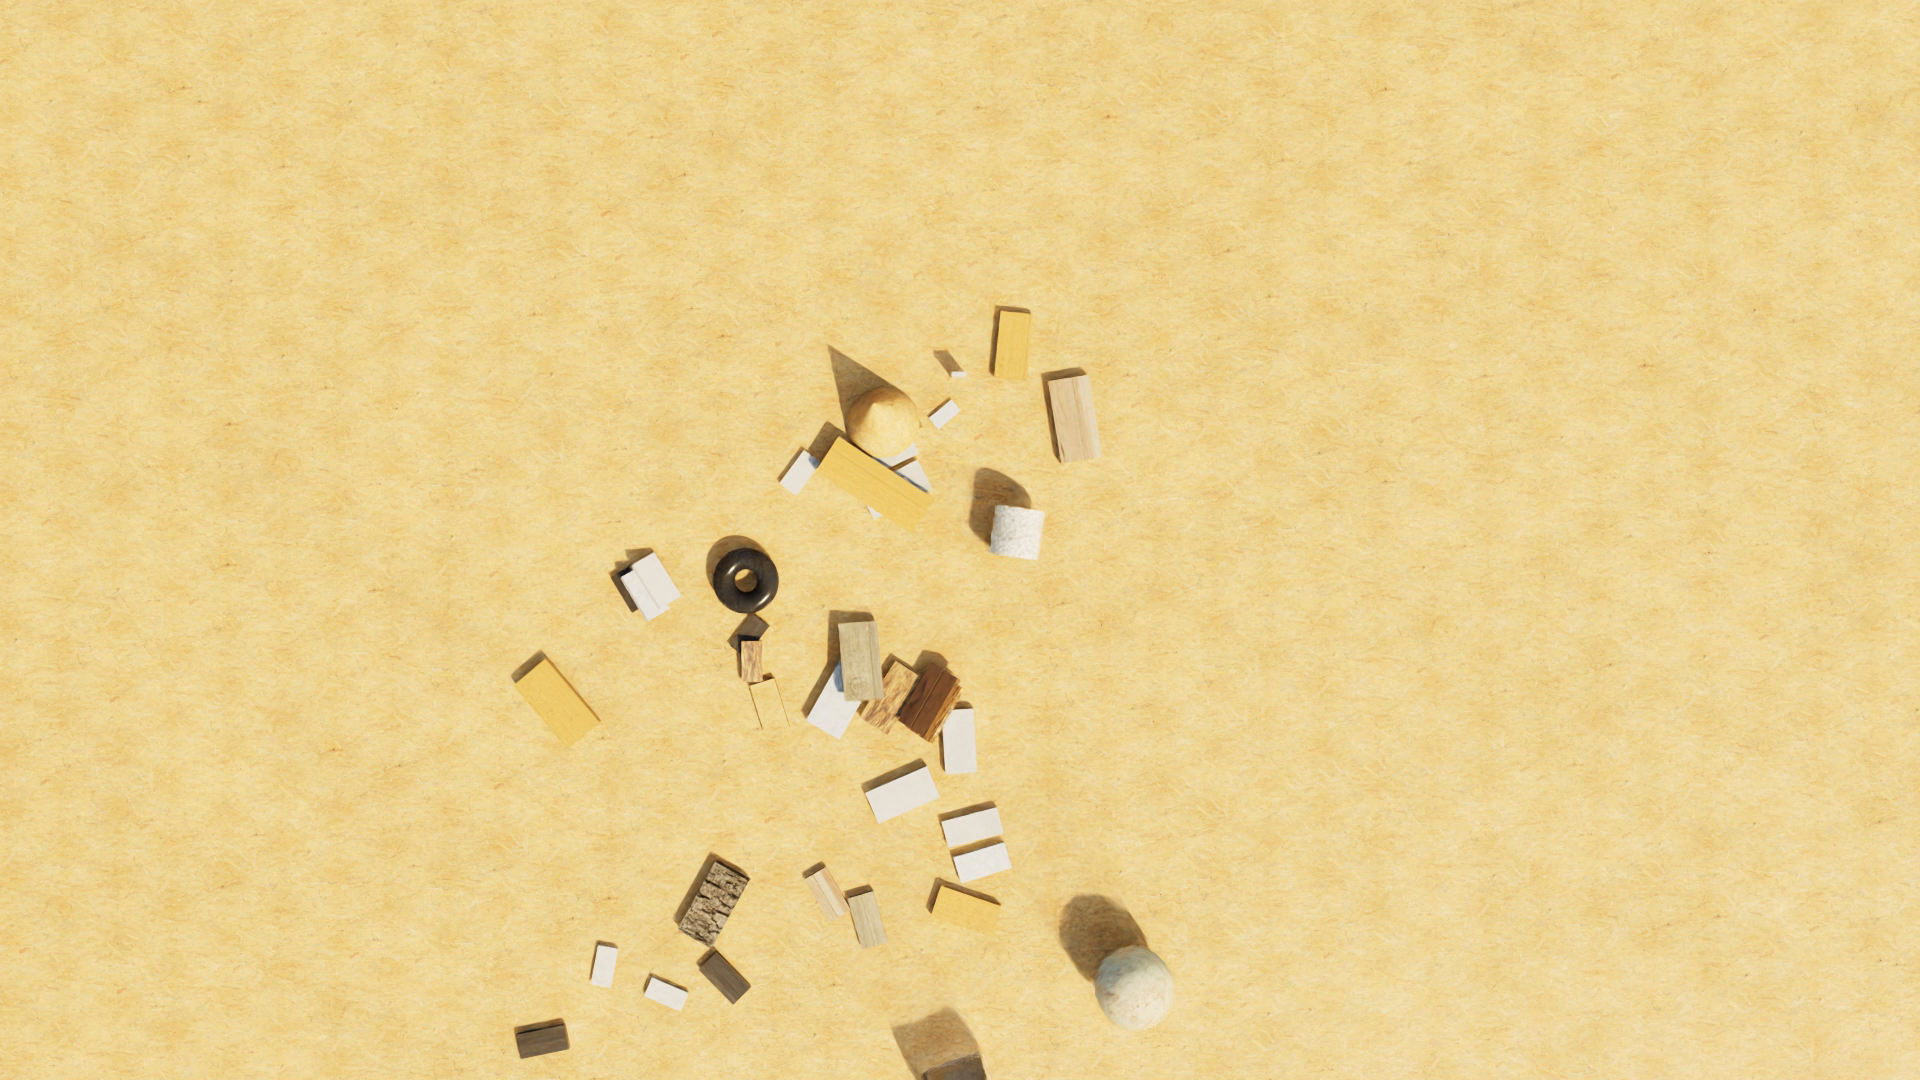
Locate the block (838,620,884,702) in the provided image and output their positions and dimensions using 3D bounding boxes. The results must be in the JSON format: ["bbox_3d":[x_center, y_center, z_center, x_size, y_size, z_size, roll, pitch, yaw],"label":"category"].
[{"bbox_3d":[-0.328,0.402,5.446,0.129,0.036,0.257,-4,78,-8],"label":"block"}]

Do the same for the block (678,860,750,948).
[{"bbox_3d":[-0.818,1.210,5.482,0.129,0.036,0.257,29,90,0],"label":"block"}]

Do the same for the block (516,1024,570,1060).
[{"bbox_3d":[-1.387,1.668,5.488,0.165,0.023,0.082,-11,90,0],"label":"block"}]

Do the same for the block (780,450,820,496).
[{"bbox_3d":[-0.532,-0.223,5.490,0.069,0.020,0.138,37,90,0],"label":"block"}]

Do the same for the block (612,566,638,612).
[{"bbox_3d":[-1.097,0.166,5.490,0.069,0.020,0.138,-31,90,0],"label":"block"}]

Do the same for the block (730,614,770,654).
[{"bbox_3d":[-0.700,0.319,5.491,0.066,0.019,0.132,38,90,0],"label":"block"}]

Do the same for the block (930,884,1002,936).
[{"bbox_3d":[0.020,1.231,5.485,0.211,0.030,0.105,19,90,0],"label":"block"}]

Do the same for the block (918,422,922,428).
[{"bbox_3d":[-0.165,-0.412,5.493,0.049,0.014,0.097,-23,90,0],"label":"block"}]

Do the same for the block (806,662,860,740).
[{"bbox_3d":[-0.391,0.518,5.482,0.129,0.036,0.257,29,90,0],"label":"block"}]

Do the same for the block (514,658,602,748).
[{"bbox_3d":[-1.337,0.544,5.480,0.138,0.039,0.275,-40,90,0],"label":"block"}]

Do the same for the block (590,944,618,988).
[{"bbox_3d":[-1.183,1.418,5.491,0.066,0.019,0.132,11,90,0],"label":"block"}]

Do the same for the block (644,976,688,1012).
[{"bbox_3d":[-0.976,1.511,5.491,0.132,0.019,0.066,23,90,0],"label":"block"}]

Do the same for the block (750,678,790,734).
[{"bbox_3d":[-0.633,0.553,5.488,0.085,0.024,0.170,-17,90,0],"label":"block"}]

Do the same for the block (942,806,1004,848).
[{"bbox_3d":[0.042,0.954,5.488,0.190,0.025,0.088,-15,90,0],"label":"block"}]

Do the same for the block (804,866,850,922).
[{"bbox_3d":[-0.440,1.179,5.488,0.082,0.023,0.165,-31,90,0],"label":"block"}]

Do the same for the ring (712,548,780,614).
[{"bbox_3d":[-0.709,0.135,5.464,0.221,0.074,0.221,0,91,0],"label":"ring"}]

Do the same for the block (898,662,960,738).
[{"bbox_3d":[-0.101,0.528,5.444,0.111,0.031,0.222,30,90,24],"label":"block"}]

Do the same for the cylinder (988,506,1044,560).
[{"bbox_3d":[0.185,-0.025,5.420,0.160,0.160,0.160,8,90,0],"label":"cylinder"}]

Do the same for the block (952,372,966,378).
[{"bbox_3d":[-0.003,-0.544,5.451,0.049,0.097,0.014,0,90,0],"label":"block"}]

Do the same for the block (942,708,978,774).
[{"bbox_3d":[-0.002,0.668,5.485,0.105,0.030,0.211,-3,90,0],"label":"block"}]

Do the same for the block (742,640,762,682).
[{"bbox_3d":[-0.691,0.402,5.476,0.069,0.020,0.138,-1,97,-9],"label":"block"}]

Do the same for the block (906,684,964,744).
[{"bbox_3d":[-0.083,0.556,5.465,0.105,0.030,0.211,31,90,24],"label":"block"}]

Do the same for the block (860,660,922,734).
[{"bbox_3d":[-0.227,0.524,5.484,0.111,0.031,0.222,33,90,0],"label":"block"}]

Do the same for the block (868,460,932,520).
[{"bbox_3d":[-0.213,-0.167,5.485,0.219,0.031,0.109,-28,90,0],"label":"block"}]

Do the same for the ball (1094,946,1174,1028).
[{"bbox_3d":[0.566,1.455,5.371,0.258,0.258,0.258,0,90,0],"label":"ball"}]

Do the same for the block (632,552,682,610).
[{"bbox_3d":[-1.007,0.136,5.470,0.085,0.024,0.170,-32,90,-28],"label":"block"}]

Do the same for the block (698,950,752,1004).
[{"bbox_3d":[-0.782,1.457,5.488,0.082,0.023,0.165,-45,90,0],"label":"block"}]

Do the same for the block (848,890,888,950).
[{"bbox_3d":[-0.307,1.263,5.488,0.088,0.025,0.176,-16,90,0],"label":"block"}]

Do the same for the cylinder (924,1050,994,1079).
[{"bbox_3d":[0.008,1.805,5.400,0.200,0.200,0.200,-20,90,0],"label":"cylinder"}]

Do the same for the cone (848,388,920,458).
[{"bbox_3d":[-0.265,-0.412,5.357,0.242,0.242,0.242,-1,80,5],"label":"cone"}]

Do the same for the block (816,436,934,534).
[{"bbox_3d":[-0.281,-0.180,5.450,0.375,0.039,0.138,33,90,0],"label":"block"}]

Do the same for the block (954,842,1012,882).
[{"bbox_3d":[0.075,1.072,5.488,0.176,0.025,0.088,-17,90,0],"label":"block"}]

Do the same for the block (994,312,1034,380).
[{"bbox_3d":[0.179,-0.645,5.485,0.109,0.031,0.219,6,90,0],"label":"block"}]

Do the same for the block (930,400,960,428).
[{"bbox_3d":[-0.051,-0.418,5.493,0.097,0.014,0.049,-39,90,0],"label":"block"}]

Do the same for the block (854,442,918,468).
[{"bbox_3d":[-0.275,-0.283,5.485,0.256,0.031,0.109,-25,90,0],"label":"block"}]

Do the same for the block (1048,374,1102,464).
[{"bbox_3d":[0.382,-0.400,5.480,0.138,0.039,0.275,-9,90,0],"label":"block"}]

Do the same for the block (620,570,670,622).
[{"bbox_3d":[-1.044,0.177,5.470,0.085,0.024,0.170,-31,90,-28],"label":"block"}]

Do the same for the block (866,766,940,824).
[{"bbox_3d":[-0.190,0.846,5.484,0.222,0.031,0.111,-24,90,0],"label":"block"}]
